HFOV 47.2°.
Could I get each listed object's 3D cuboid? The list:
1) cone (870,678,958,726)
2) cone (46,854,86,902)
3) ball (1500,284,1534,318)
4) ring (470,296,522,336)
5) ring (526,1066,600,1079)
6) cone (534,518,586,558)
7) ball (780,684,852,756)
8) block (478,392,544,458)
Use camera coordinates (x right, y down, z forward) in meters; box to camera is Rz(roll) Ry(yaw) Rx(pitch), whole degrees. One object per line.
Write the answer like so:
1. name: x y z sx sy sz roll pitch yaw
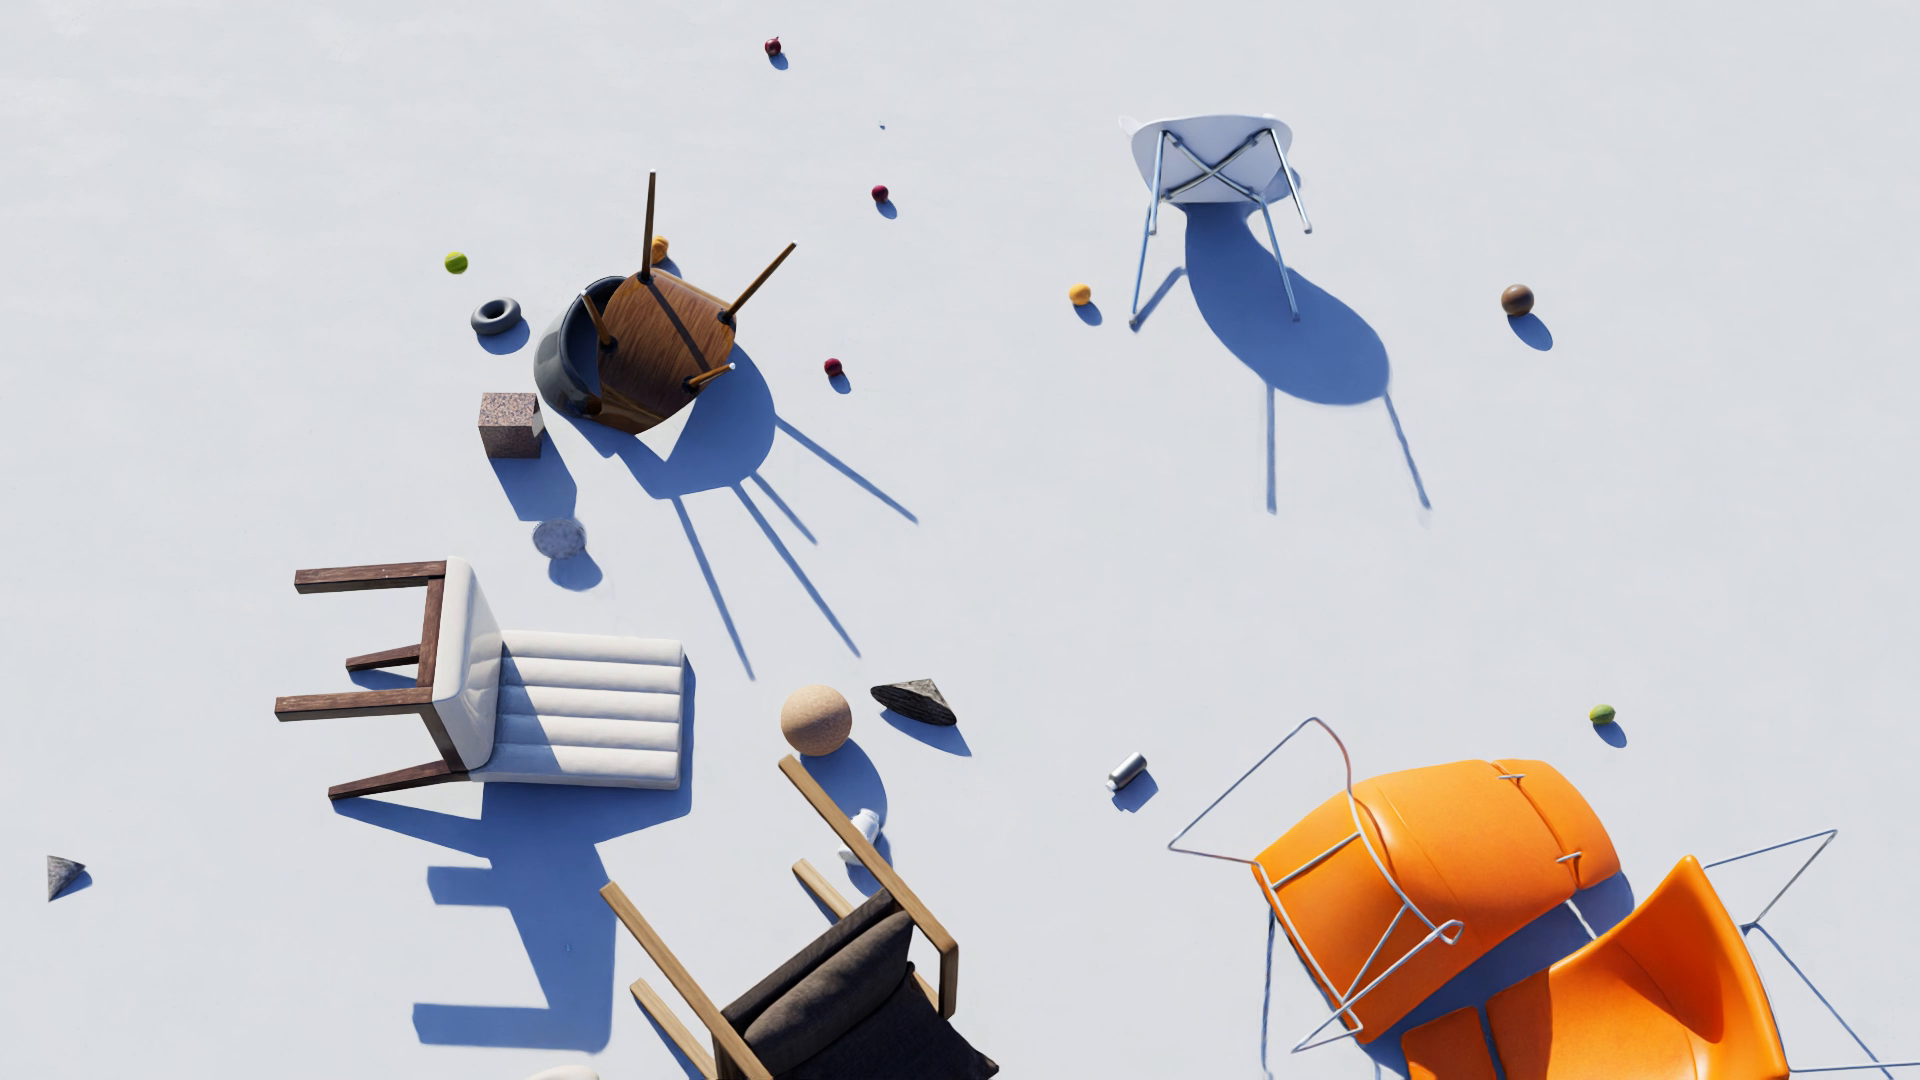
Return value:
1. cone: -0.108 0.432 6.256 0.267 0.100 0.135 19 38 12
2. cone: -2.438 0.923 5.941 0.117 0.046 0.122 13 68 8
3. ball: 1.781 -0.765 7.024 0.106 0.106 0.106 0 56 0
4. ring: -1.481 -0.714 7.017 0.168 0.063 0.120 -27 62 -16
5. ring: -1.073 1.447 5.556 0.360 0.079 0.180 -29 60 -17
6. cone: -1.193 -0.034 6.560 0.156 0.133 0.133 4 28 -12
7. ball: -0.399 0.501 6.117 0.200 0.200 0.200 0 56 0
8. block: -1.368 -0.349 6.708 0.161 0.166 0.126 0 56 0
